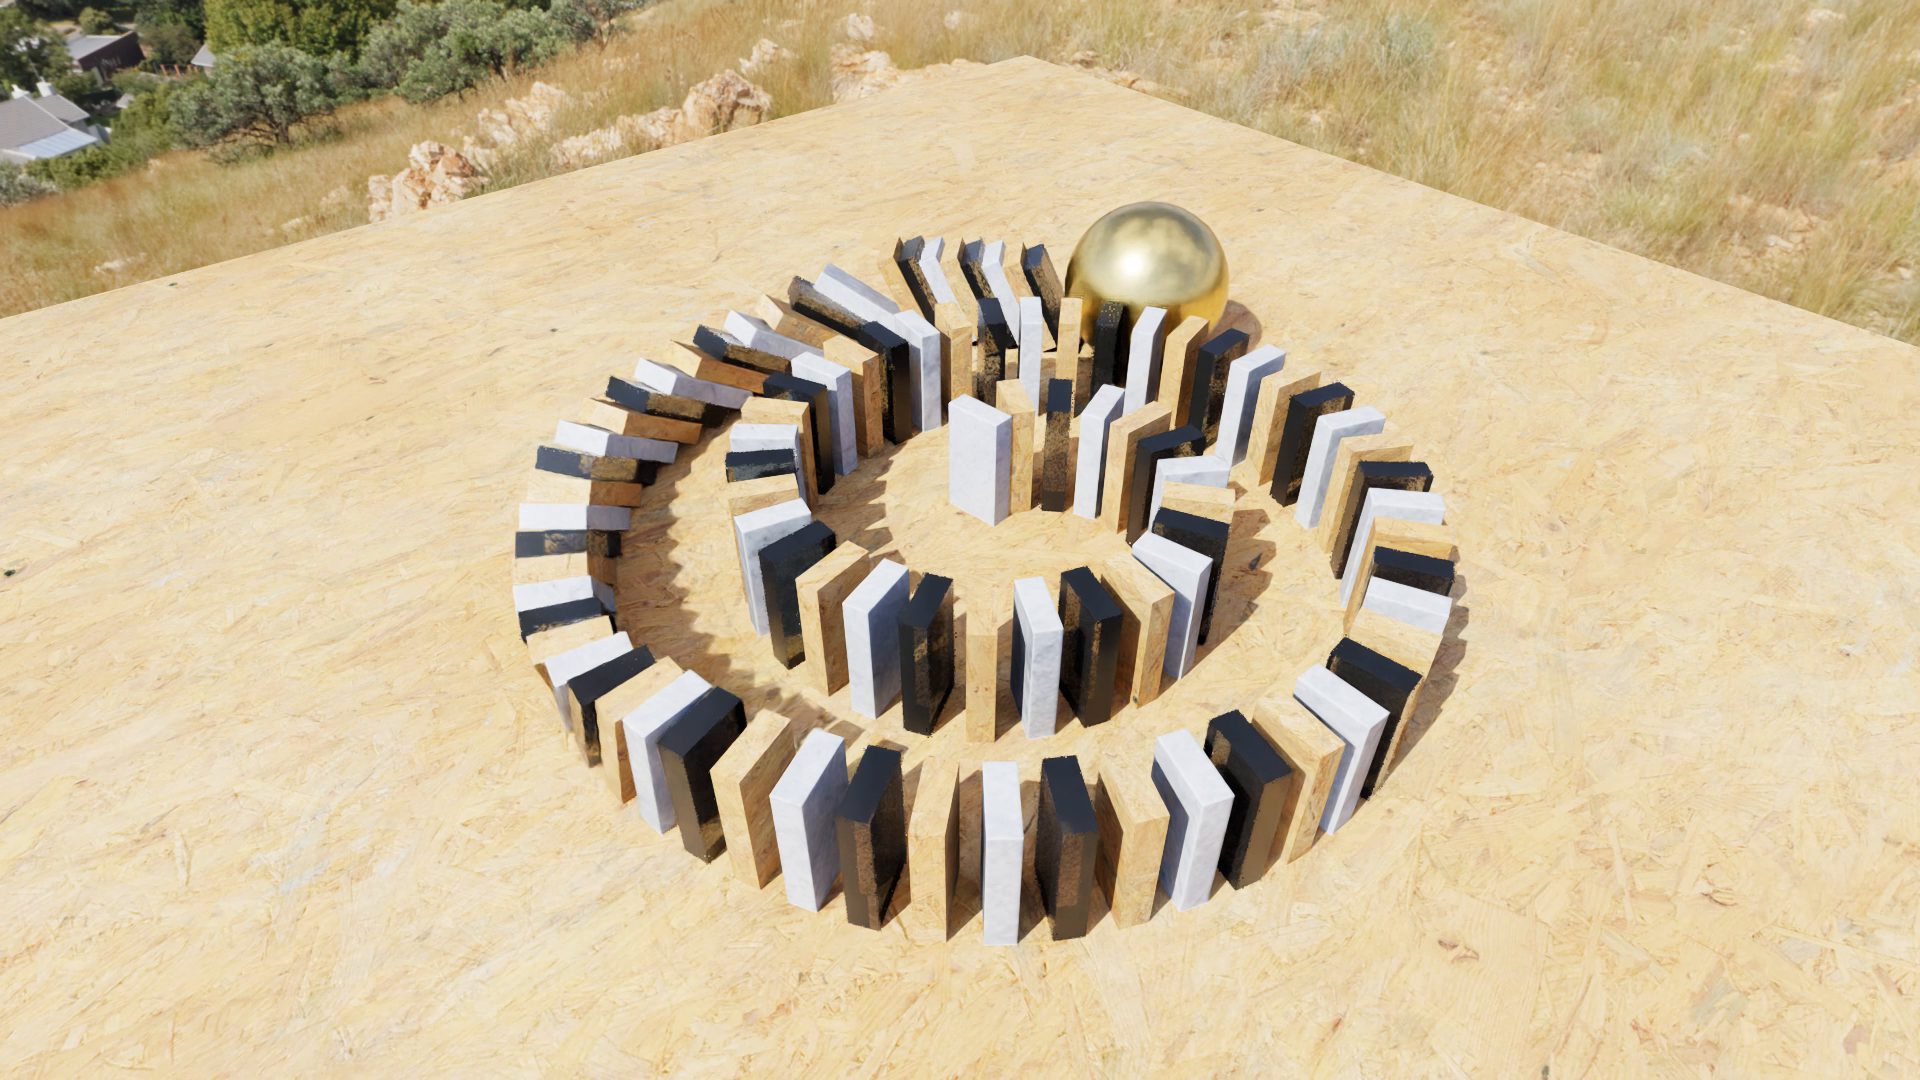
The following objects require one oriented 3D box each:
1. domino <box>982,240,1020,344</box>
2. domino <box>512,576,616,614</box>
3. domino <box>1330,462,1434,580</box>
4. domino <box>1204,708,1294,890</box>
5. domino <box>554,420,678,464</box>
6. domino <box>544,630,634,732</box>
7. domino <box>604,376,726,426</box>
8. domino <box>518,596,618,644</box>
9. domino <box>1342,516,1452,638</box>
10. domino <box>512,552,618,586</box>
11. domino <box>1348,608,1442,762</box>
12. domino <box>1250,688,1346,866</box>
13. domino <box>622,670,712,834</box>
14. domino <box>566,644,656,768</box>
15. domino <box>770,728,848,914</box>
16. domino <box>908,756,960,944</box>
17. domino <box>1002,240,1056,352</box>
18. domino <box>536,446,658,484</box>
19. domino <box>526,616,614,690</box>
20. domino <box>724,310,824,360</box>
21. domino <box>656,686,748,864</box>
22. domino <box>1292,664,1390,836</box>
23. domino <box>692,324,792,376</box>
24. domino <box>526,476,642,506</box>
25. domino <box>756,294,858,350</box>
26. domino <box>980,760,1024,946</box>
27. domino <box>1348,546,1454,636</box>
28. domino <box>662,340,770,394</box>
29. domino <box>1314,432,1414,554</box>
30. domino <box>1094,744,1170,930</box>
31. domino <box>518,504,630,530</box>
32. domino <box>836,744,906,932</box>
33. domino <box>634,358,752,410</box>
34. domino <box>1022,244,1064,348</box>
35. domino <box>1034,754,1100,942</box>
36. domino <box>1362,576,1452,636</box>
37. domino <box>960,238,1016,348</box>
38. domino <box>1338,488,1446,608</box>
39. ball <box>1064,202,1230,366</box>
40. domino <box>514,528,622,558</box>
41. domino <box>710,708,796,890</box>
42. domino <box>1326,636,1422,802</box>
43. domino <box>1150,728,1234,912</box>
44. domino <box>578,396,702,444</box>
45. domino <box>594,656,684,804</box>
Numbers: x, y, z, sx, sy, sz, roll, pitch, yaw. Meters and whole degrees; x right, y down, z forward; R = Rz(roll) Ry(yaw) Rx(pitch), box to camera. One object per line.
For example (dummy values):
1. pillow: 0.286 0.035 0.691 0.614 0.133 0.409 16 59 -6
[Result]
1. domino: 0.026 -0.126 0.566 0.010 0.050 0.025 -16 35 20
2. domino: -0.139 0.022 0.391 0.025 0.050 0.009 -8 84 -10
3. domino: 0.160 -0.007 0.420 0.025 0.050 0.010 0 39 0
4. domino: 0.080 0.076 0.319 0.009 0.050 0.025 -17 42 -20
5. domino: -0.147 -0.042 0.473 0.025 0.009 0.050 16 5 18
6. domino: -0.118 0.047 0.356 0.025 0.050 0.009 -20 72 -23
7. domino: -0.133 -0.063 0.498 0.025 0.010 0.050 24 10 26
8. domino: -0.134 0.031 0.378 0.025 0.050 0.009 -11 80 -13
9. domino: 0.155 0.016 0.392 0.025 0.050 0.010 9 40 11
10. domino: -0.144 0.012 0.404 0.025 0.009 0.050 -5 -3 -6
11. domino: 0.134 0.047 0.354 0.025 0.050 0.009 22 44 24
12. domino: 0.096 0.070 0.326 0.010 0.050 0.025 -21 44 -24
13. domino: -0.086 0.065 0.332 0.009 0.050 0.025 32 49 24
14. domino: -0.108 0.053 0.347 0.025 0.050 0.009 -26 68 -28
15. domino: -0.041 0.080 0.313 0.009 0.050 0.025 14 41 17
16. domino: -0.007 0.087 0.306 0.009 0.050 0.025 6 40 7
17. domino: 0.037 -0.125 0.564 0.009 0.050 0.025 -16 35 20
18. domino: -0.151 -0.031 0.459 0.025 0.009 0.050 11 4 14
19. domino: -0.127 0.039 0.367 0.025 0.050 0.009 -14 76 -17
20. domino: -0.089 -0.098 0.542 0.050 0.009 0.025 10 23 -48
21. domino: -0.073 0.070 0.326 0.009 0.050 0.025 21 44 24
22. domino: 0.111 0.064 0.333 0.010 0.050 0.025 -27 46 -29
23. domino: -0.101 -0.090 0.532 0.025 0.009 0.050 35 16 35
24. domino: -0.151 -0.020 0.445 0.025 0.009 0.050 5 2 6
25. domino: -0.075 -0.106 0.552 0.050 0.010 0.025 15 23 -43
26. domino: 0.011 0.087 0.305 0.009 0.050 0.025 -1 39 -1
27. domino: 0.150 0.027 0.379 0.025 0.050 0.009 13 41 15
28. domino: -0.113 -0.081 0.522 0.025 0.010 0.050 31 14 32
29. domino: 0.159 -0.018 0.434 0.025 0.050 0.009 -7 40 -8
30. domino: 0.047 0.084 0.309 0.010 0.050 0.025 -10 40 -12
31. domino: -0.150 -0.009 0.431 0.025 0.009 0.050 1 1 1
32. domino: -0.024 0.084 0.309 0.009 0.050 0.025 10 40 12
33. domino: -0.123 -0.072 0.510 0.025 0.010 0.050 26 11 29
34. domino: 0.047 -0.123 0.562 0.010 0.050 0.025 -16 35 20
35. domino: 0.029 0.086 0.306 0.010 0.050 0.025 -6 40 -7
36. domino: 0.143 0.037 0.366 0.025 0.050 0.010 17 42 19
37. domino: 0.016 -0.126 0.566 0.009 0.050 0.025 -16 35 20
38. domino: 0.159 0.005 0.406 0.025 0.050 0.010 5 40 6
39. ball: 0.091 -0.125 0.540 0.080 0.080 0.080 0 39 0
40. domino: -0.147 0.002 0.417 0.025 0.010 0.050 -3 -1 -3
41. domino: -0.058 0.076 0.319 0.009 0.050 0.025 18 43 20
42. domino: 0.124 0.056 0.343 0.025 0.050 0.010 29 48 31
43. domino: 0.064 0.080 0.313 0.010 0.050 0.025 -13 41 -16
44. domino: -0.140 -0.052 0.486 0.025 0.009 0.050 20 8 22
45. domino: -0.097 0.059 0.339 0.010 0.050 0.025 42 53 21
